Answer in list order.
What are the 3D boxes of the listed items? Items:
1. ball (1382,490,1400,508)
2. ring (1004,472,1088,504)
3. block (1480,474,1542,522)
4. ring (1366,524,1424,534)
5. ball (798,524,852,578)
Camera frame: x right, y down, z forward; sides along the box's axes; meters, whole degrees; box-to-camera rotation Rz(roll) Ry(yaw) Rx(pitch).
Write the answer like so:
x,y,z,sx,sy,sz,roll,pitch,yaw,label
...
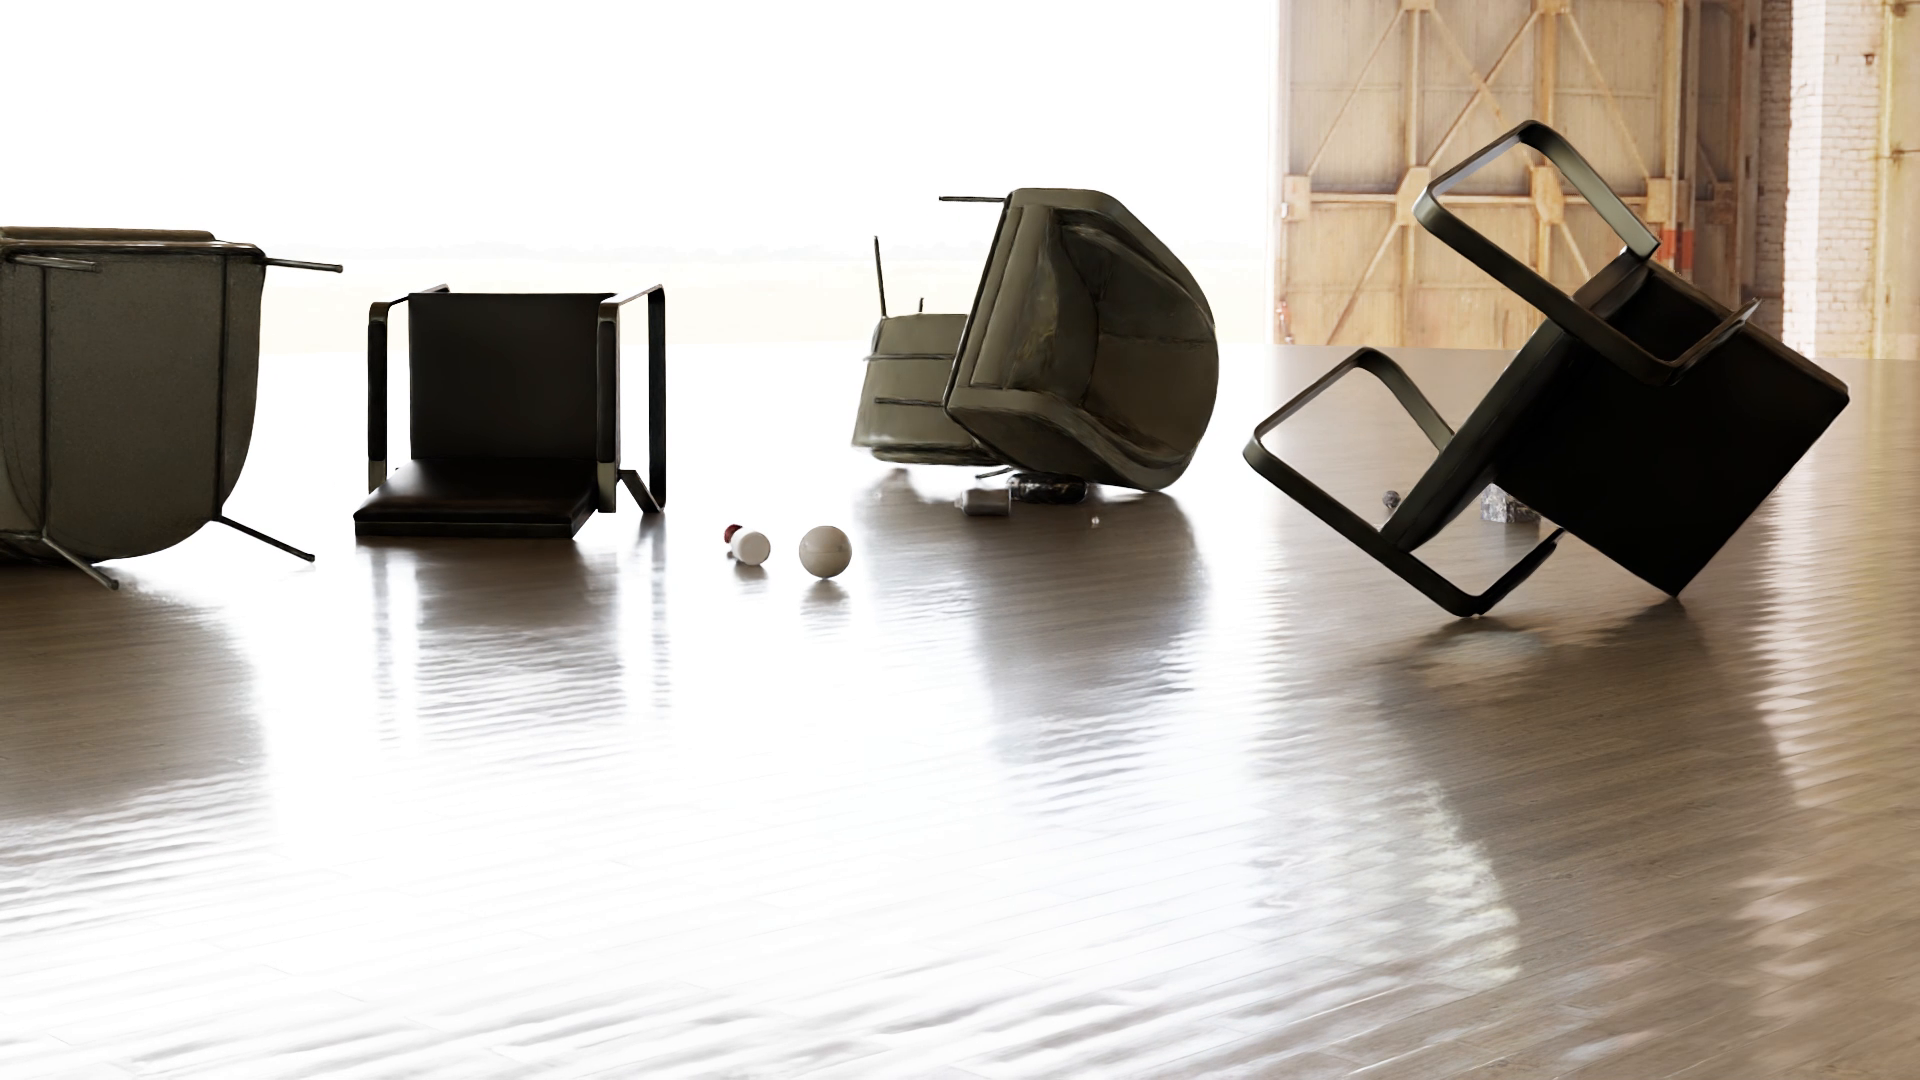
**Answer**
x,y,z,sx,sy,sz,roll,pitch,yaw,label
1.225,-0.116,7.292,0.051,0.051,0.051,0,6,0,ball
0.251,-0.153,7.506,0.196,0.082,0.345,-2,6,-29,ring
1.488,-0.114,6.929,0.112,0.120,0.114,-3,6,-25,block
1.118,-0.027,6.585,0.148,0.018,0.075,1,7,9,ring
-0.293,0.025,5.586,0.119,0.119,0.119,0,6,0,ball
